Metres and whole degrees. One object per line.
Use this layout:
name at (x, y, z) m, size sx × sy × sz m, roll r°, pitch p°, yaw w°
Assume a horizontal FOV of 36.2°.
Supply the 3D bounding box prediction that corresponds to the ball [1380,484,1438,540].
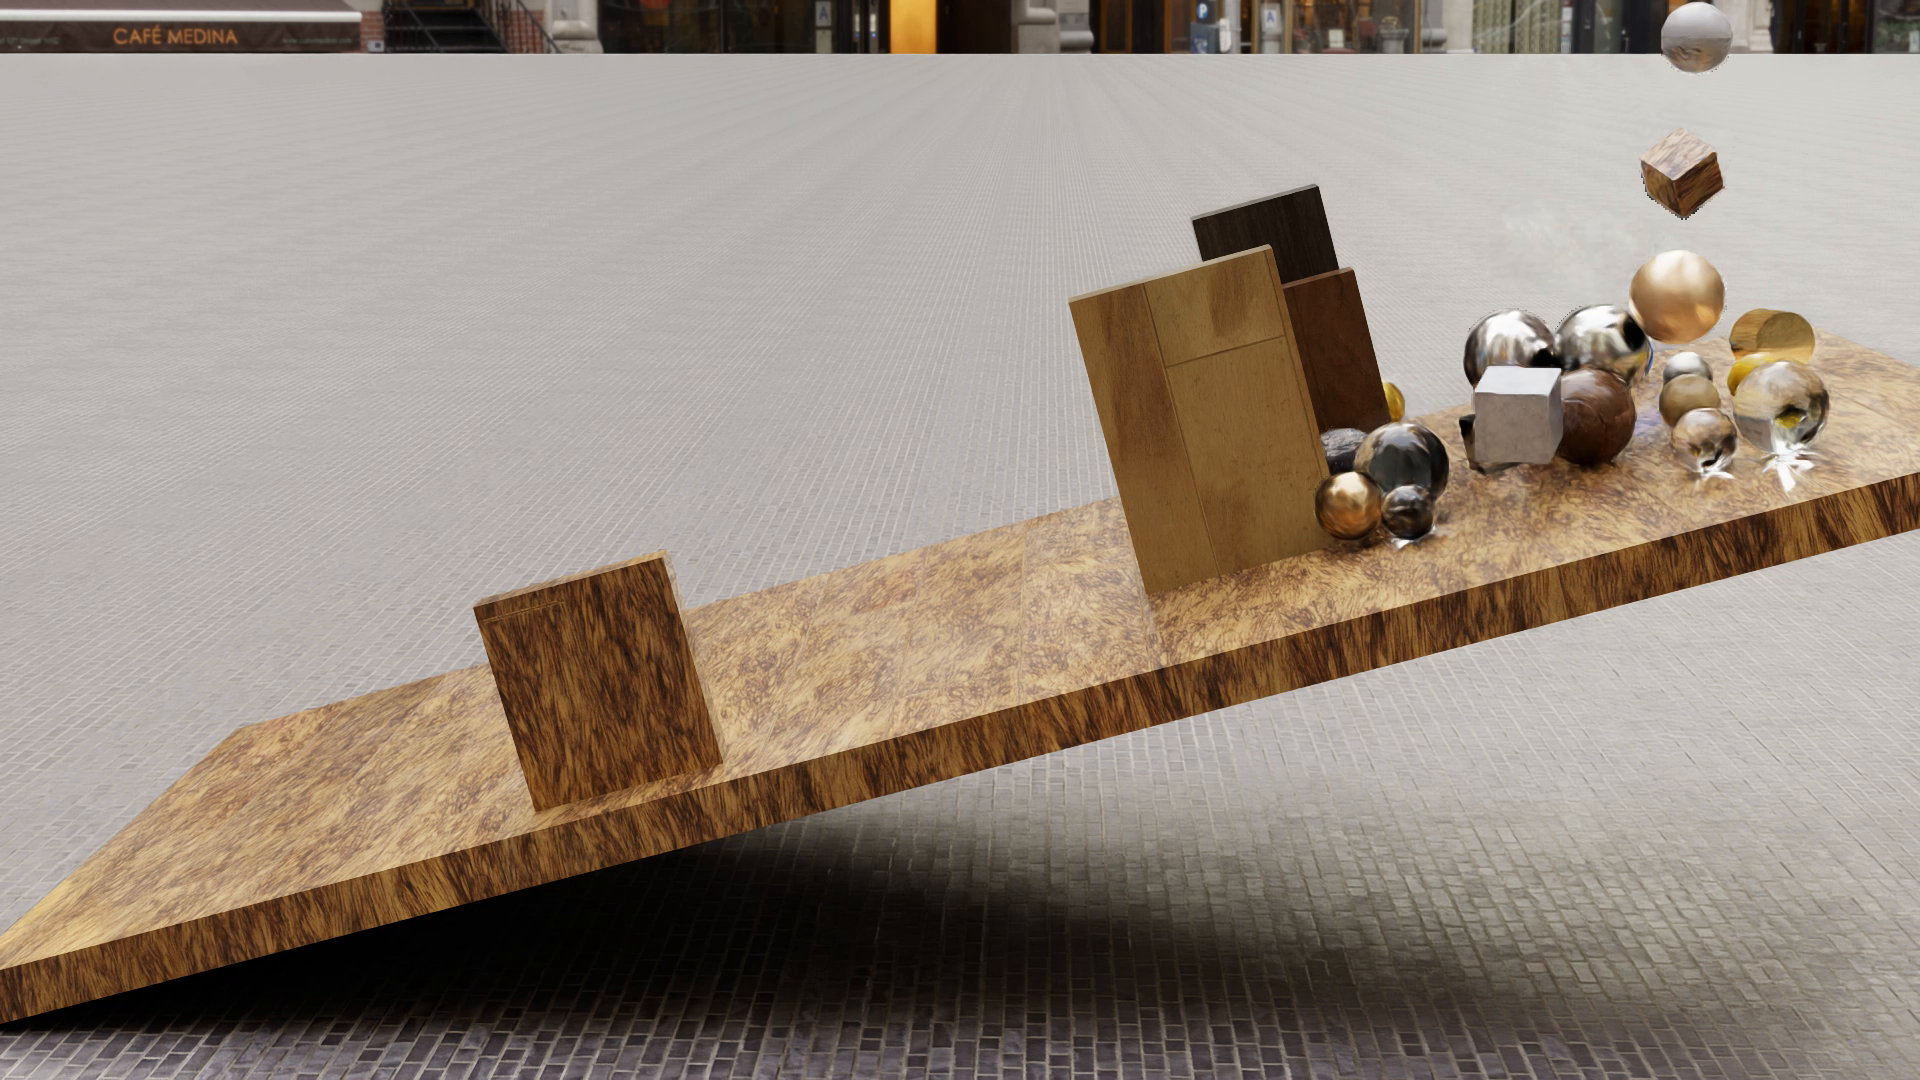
ball at (0.885, -0.055, 5.801) m, size 0.113 × 0.113 × 0.113 m, roll 0°, pitch 10°, yaw 0°

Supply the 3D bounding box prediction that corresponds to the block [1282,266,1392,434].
block at (0.761, -0.320, 6.427) m, size 0.316 × 0.482 × 0.094 m, roll -15°, pitch 9°, yaw 4°

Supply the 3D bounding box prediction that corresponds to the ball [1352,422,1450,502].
ball at (0.897, -0.144, 5.978) m, size 0.195 × 0.195 × 0.195 m, roll 0°, pitch 10°, yaw 0°

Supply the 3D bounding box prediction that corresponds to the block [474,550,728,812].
block at (-0.676, 0.265, 5.551) m, size 0.371 × 0.408 × 0.085 m, roll -15°, pitch 9°, yaw 4°

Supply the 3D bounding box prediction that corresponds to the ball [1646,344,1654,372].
ball at (1.569, -0.431, 6.899) m, size 0.115 × 0.115 × 0.115 m, roll 0°, pitch 10°, yaw 0°

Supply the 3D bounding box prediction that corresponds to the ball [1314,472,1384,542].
ball at (0.777, -0.067, 5.865) m, size 0.140 × 0.140 × 0.140 m, roll 0°, pitch 10°, yaw 0°

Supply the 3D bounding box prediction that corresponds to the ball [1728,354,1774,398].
ball at (1.664, -0.331, 6.143) m, size 0.117 × 0.117 × 0.117 m, roll 0°, pitch 10°, yaw 0°

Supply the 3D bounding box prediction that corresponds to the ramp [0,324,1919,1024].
ramp at (0.081, 0.191, 6.329) m, size 4.000 × 0.100 × 2.000 m, roll -15°, pitch 9°, yaw 4°

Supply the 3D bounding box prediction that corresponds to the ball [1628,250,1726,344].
ball at (1.480, -0.501, 6.073) m, size 0.195 × 0.195 × 0.195 m, roll 0°, pitch 10°, yaw 0°

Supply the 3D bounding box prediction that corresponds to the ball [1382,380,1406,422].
ball at (1.009, -0.323, 7.113) m, size 0.135 × 0.135 × 0.135 m, roll 0°, pitch 10°, yaw 0°

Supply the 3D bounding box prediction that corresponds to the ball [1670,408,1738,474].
ball at (1.434, -0.192, 5.667) m, size 0.127 × 0.127 × 0.127 m, roll 0°, pitch 10°, yaw 0°

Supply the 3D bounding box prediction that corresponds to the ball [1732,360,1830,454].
ball at (1.574, -0.254, 5.638) m, size 0.181 × 0.181 × 0.181 m, roll 0°, pitch 10°, yaw 0°

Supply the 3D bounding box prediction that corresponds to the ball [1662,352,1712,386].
ball at (1.594, -0.358, 6.443) m, size 0.108 × 0.108 × 0.108 m, roll 0°, pitch 10°, yaw 0°

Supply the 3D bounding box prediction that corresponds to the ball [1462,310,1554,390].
ball at (1.181, -0.390, 6.313) m, size 0.204 × 0.204 × 0.204 m, roll 0°, pitch 10°, yaw 0°

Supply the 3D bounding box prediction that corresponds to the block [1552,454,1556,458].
block at (1.283, -0.248, 6.289) m, size 0.112 × 0.112 × 0.112 m, roll -15°, pitch 9°, yaw 3°

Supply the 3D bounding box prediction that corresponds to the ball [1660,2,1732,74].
ball at (1.586, -1.081, 6.335) m, size 0.152 × 0.152 × 0.152 m, roll 0°, pitch 10°, yaw 0°

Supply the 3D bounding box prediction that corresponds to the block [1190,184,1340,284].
block at (0.758, -0.469, 6.801) m, size 0.297 × 0.645 × 0.115 m, roll -15°, pitch 9°, yaw 4°

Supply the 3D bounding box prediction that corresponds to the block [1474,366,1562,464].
block at (1.118, -0.251, 5.885) m, size 0.147 × 0.147 × 0.147 m, roll 4°, pitch 25°, yaw 21°

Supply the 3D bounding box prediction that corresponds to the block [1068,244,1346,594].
block at (0.503, -0.244, 5.976) m, size 0.420 × 0.617 × 0.101 m, roll -15°, pitch 9°, yaw 4°

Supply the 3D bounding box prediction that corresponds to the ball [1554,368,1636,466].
ball at (1.287, -0.252, 6.039) m, size 0.200 × 0.200 × 0.200 m, roll 0°, pitch 10°, yaw 0°

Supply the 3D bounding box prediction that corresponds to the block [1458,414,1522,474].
block at (1.152, -0.217, 6.315) m, size 0.114 × 0.114 × 0.114 m, roll -16°, pitch 9°, yaw -4°

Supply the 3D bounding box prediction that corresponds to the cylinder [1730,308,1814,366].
cylinder at (1.795, -0.439, 6.503) m, size 0.138 × 0.138 × 0.138 m, roll -2°, pitch 7°, yaw -9°

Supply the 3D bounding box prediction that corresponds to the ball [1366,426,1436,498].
ball at (0.938, -0.166, 6.254) m, size 0.150 × 0.150 × 0.150 m, roll 0°, pitch 10°, yaw 0°

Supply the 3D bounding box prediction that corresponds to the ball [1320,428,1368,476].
ball at (0.801, -0.136, 6.150) m, size 0.198 × 0.198 × 0.198 m, roll 0°, pitch 10°, yaw 0°

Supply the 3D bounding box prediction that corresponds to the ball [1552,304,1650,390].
ball at (1.346, -0.393, 6.172) m, size 0.202 × 0.202 × 0.202 m, roll 0°, pitch 10°, yaw 0°

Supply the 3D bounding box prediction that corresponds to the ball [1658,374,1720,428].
ball at (1.509, -0.282, 6.084) m, size 0.124 × 0.124 × 0.124 m, roll 0°, pitch 10°, yaw 0°

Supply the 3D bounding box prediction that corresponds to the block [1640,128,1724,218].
block at (1.459, -0.743, 5.945) m, size 0.107 × 0.107 × 0.107 m, roll -36°, pitch 46°, yaw -6°
